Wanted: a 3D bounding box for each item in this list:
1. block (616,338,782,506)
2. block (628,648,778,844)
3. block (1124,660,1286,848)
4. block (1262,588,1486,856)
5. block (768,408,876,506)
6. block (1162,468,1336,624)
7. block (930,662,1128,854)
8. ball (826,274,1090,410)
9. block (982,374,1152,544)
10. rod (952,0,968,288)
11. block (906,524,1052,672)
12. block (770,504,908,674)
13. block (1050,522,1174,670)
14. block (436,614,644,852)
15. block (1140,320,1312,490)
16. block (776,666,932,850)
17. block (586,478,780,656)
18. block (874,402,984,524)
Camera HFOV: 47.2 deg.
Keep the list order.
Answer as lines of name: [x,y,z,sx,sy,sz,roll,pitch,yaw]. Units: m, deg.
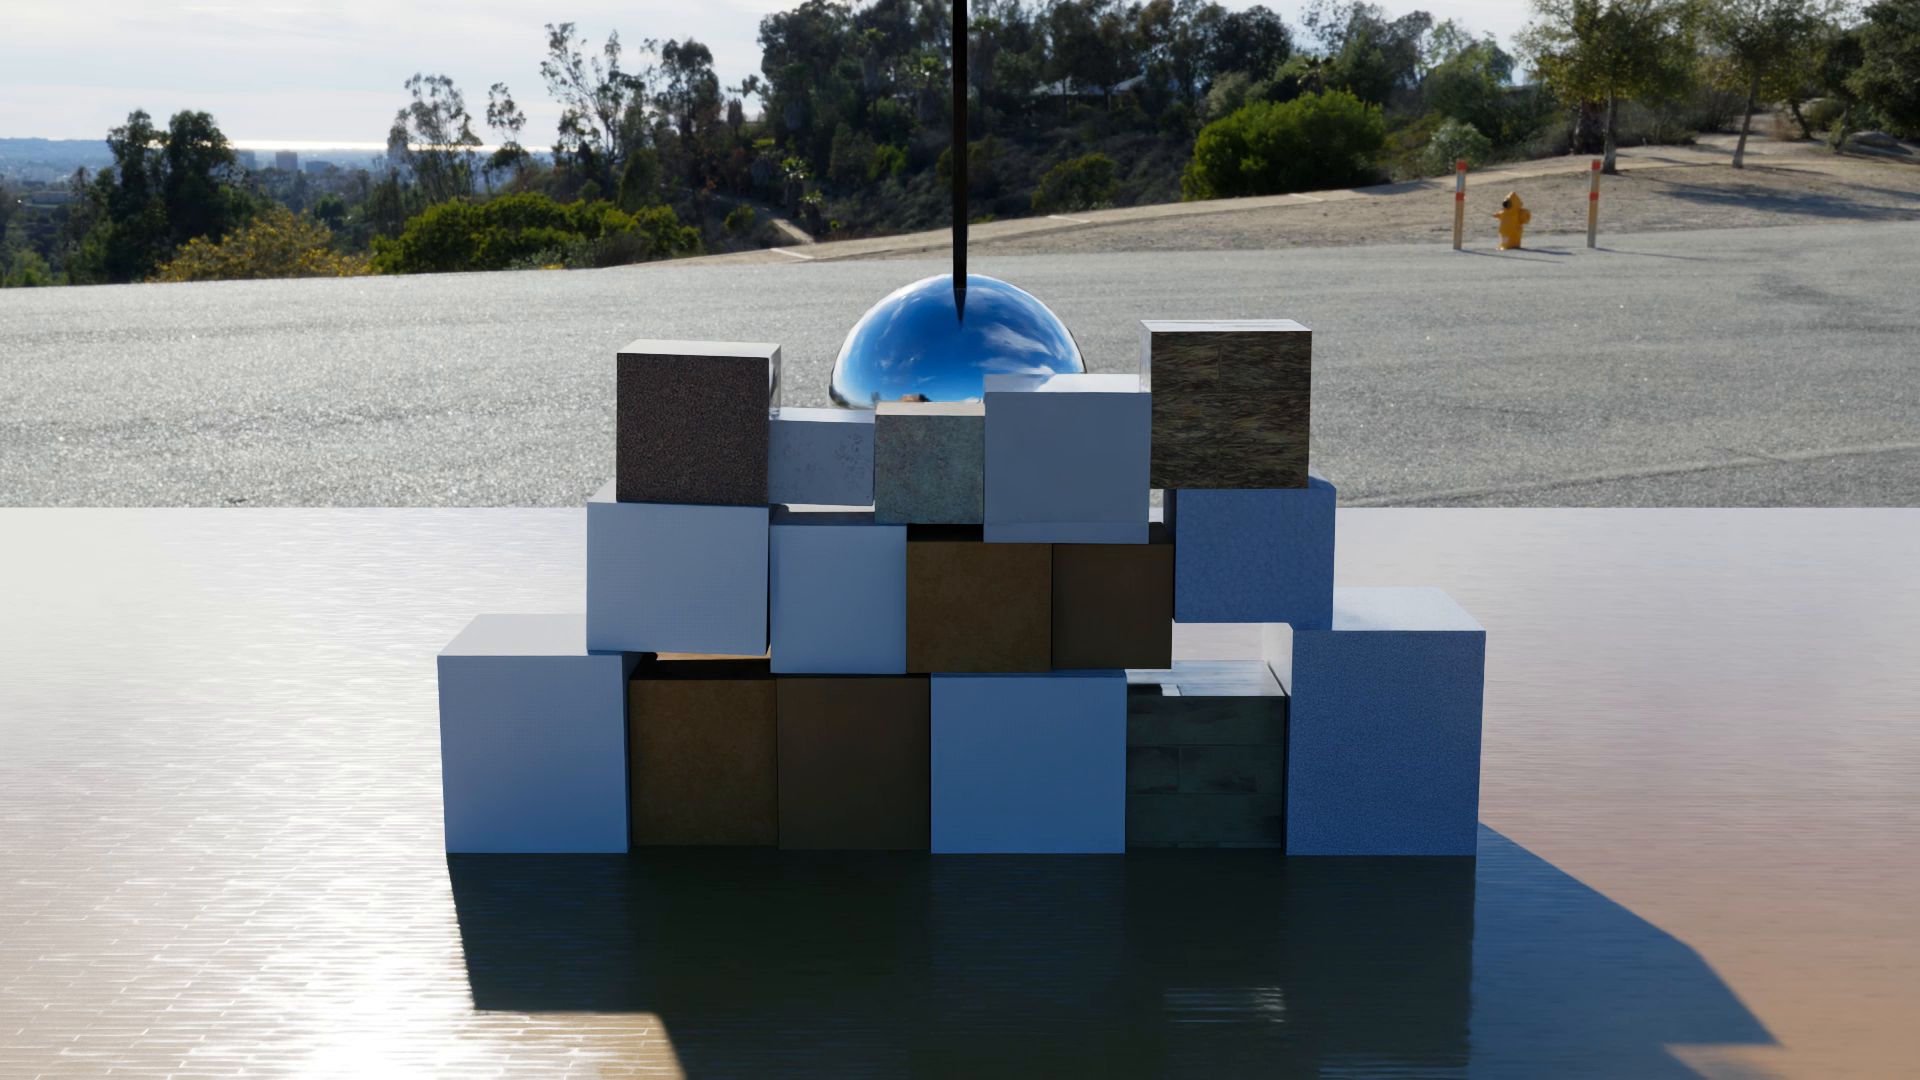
block: [-1.307,-0.602,11.086,0.741,0.734,0.714,2,10,0]
block: [-1.285,1.055,11.372,0.734,0.855,0.709,0,10,0]
block: [1.223,1.092,11.363,0.783,0.786,0.759,0,10,0]
block: [2.097,0.910,11.358,0.944,1.145,1.054,0,10,0]
block: [-0.684,-0.425,11.121,0.516,0.417,0.514,2,10,0]
block: [1.456,0.017,11.195,0.782,0.672,0.711,0,10,0]
block: [0.339,1.033,11.364,0.965,0.901,0.963,0,10,0]
ball: [0.000,-0.789,13.145,1.600,1.600,1.600,0,10,0]
block: [0.522,-0.424,11.094,0.805,0.743,0.827,0,10,0]
rod: [0.000,-3.718,11.418,0.080,5.200,0.080,0,31,0]
block: [0.094,0.264,11.231,0.712,0.661,0.777,0,10,0]
block: [-0.604,0.240,11.215,0.676,0.746,0.644,0,10,0]
block: [0.758,0.275,11.249,0.596,0.634,0.664,0,10,0]
block: [-2.115,0.977,11.363,0.907,1.012,0.970,0,10,0]
block: [1.318,-0.693,11.058,0.779,0.774,0.679,0,10,0]
block: [-0.531,1.045,11.351,0.755,0.882,0.817,0,10,0]
block: [-1.393,0.123,11.209,0.890,0.743,0.788,2,10,0]
block: [-0.152,-0.394,11.123,0.540,0.542,0.508,1,10,0]
